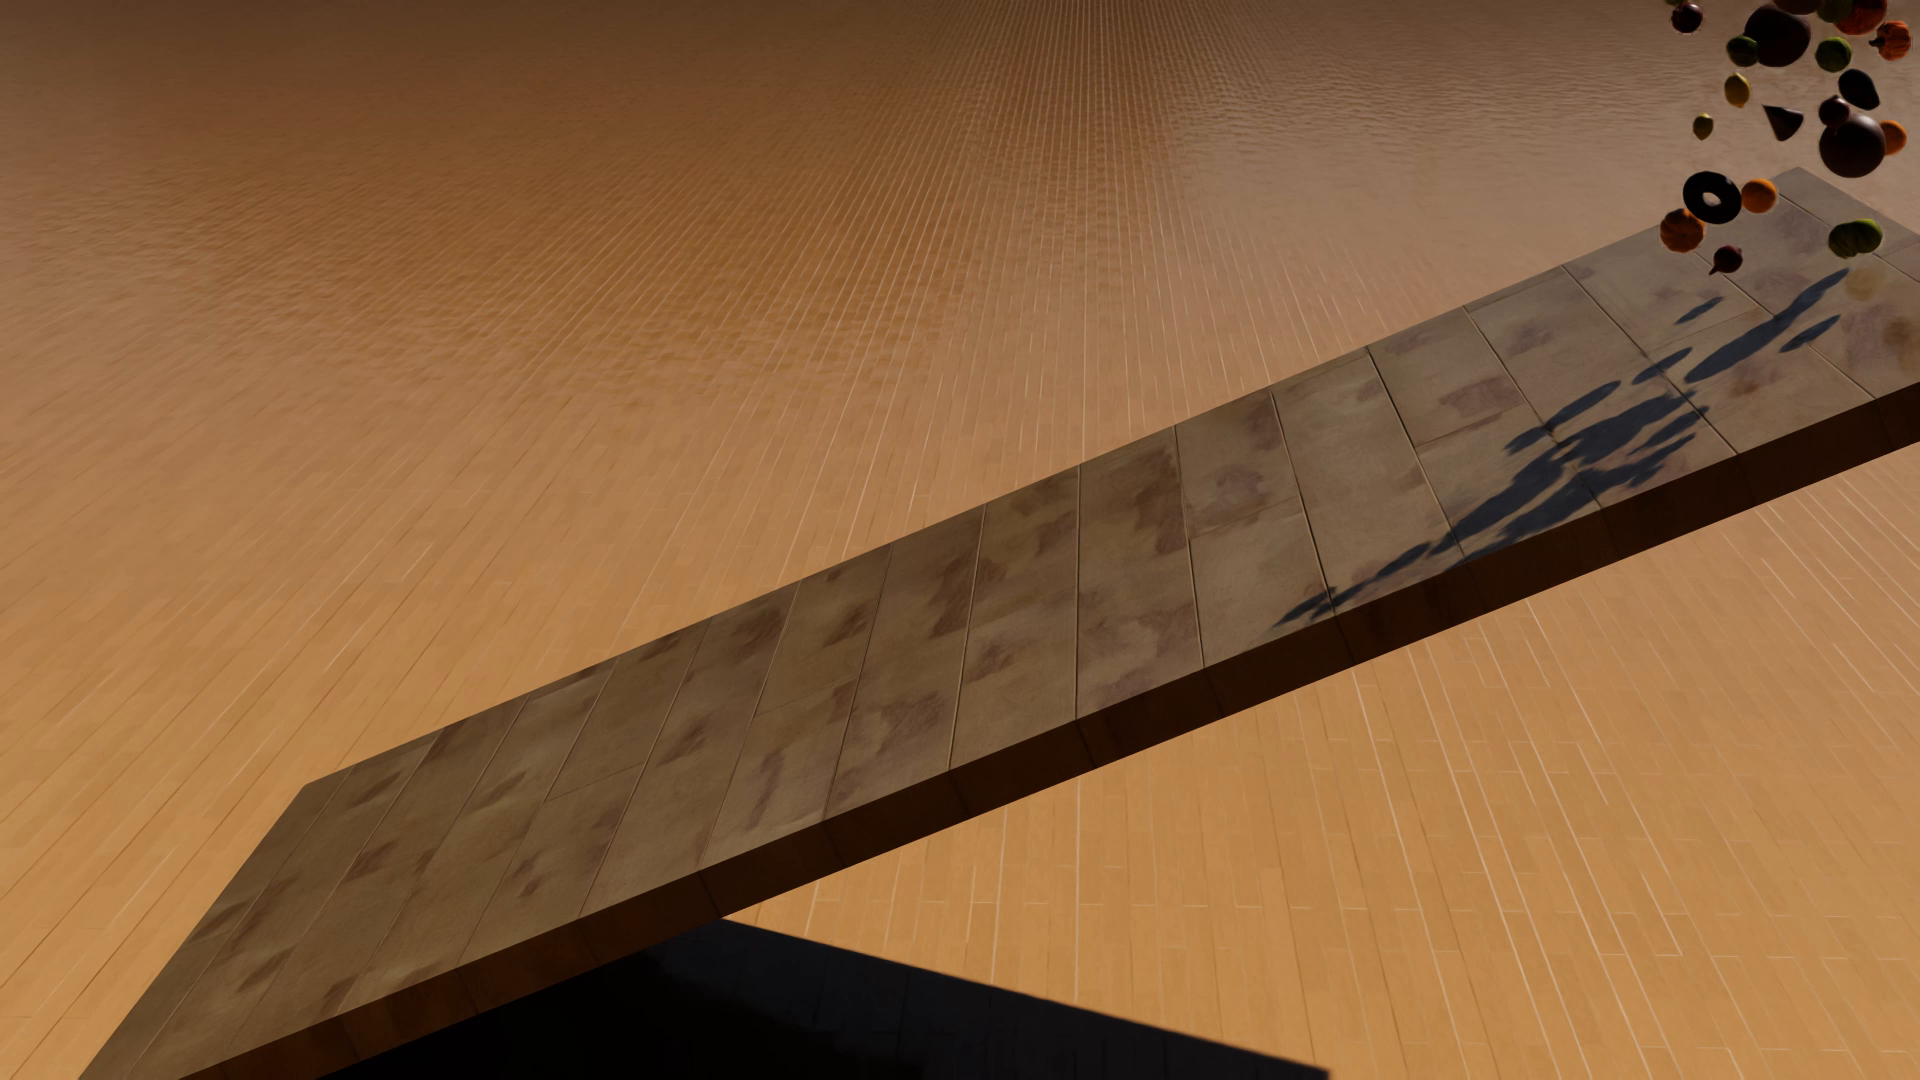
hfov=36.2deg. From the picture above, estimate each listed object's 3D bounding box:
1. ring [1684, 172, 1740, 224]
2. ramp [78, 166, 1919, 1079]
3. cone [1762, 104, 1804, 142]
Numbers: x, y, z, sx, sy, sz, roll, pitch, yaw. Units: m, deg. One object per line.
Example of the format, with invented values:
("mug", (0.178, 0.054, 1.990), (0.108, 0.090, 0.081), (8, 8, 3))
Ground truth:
("ring", (1.485, -0.676, 5.807), (0.120, 0.120, 0.040), (11, 49, 37))
("ramp", (0.130, 0.171, 6.285), (4.000, 0.100, 2.000), (-22, 13, 8))
("cone", (1.575, -0.819, 5.675), (0.072, 0.072, 0.072), (32, 5, -19))
